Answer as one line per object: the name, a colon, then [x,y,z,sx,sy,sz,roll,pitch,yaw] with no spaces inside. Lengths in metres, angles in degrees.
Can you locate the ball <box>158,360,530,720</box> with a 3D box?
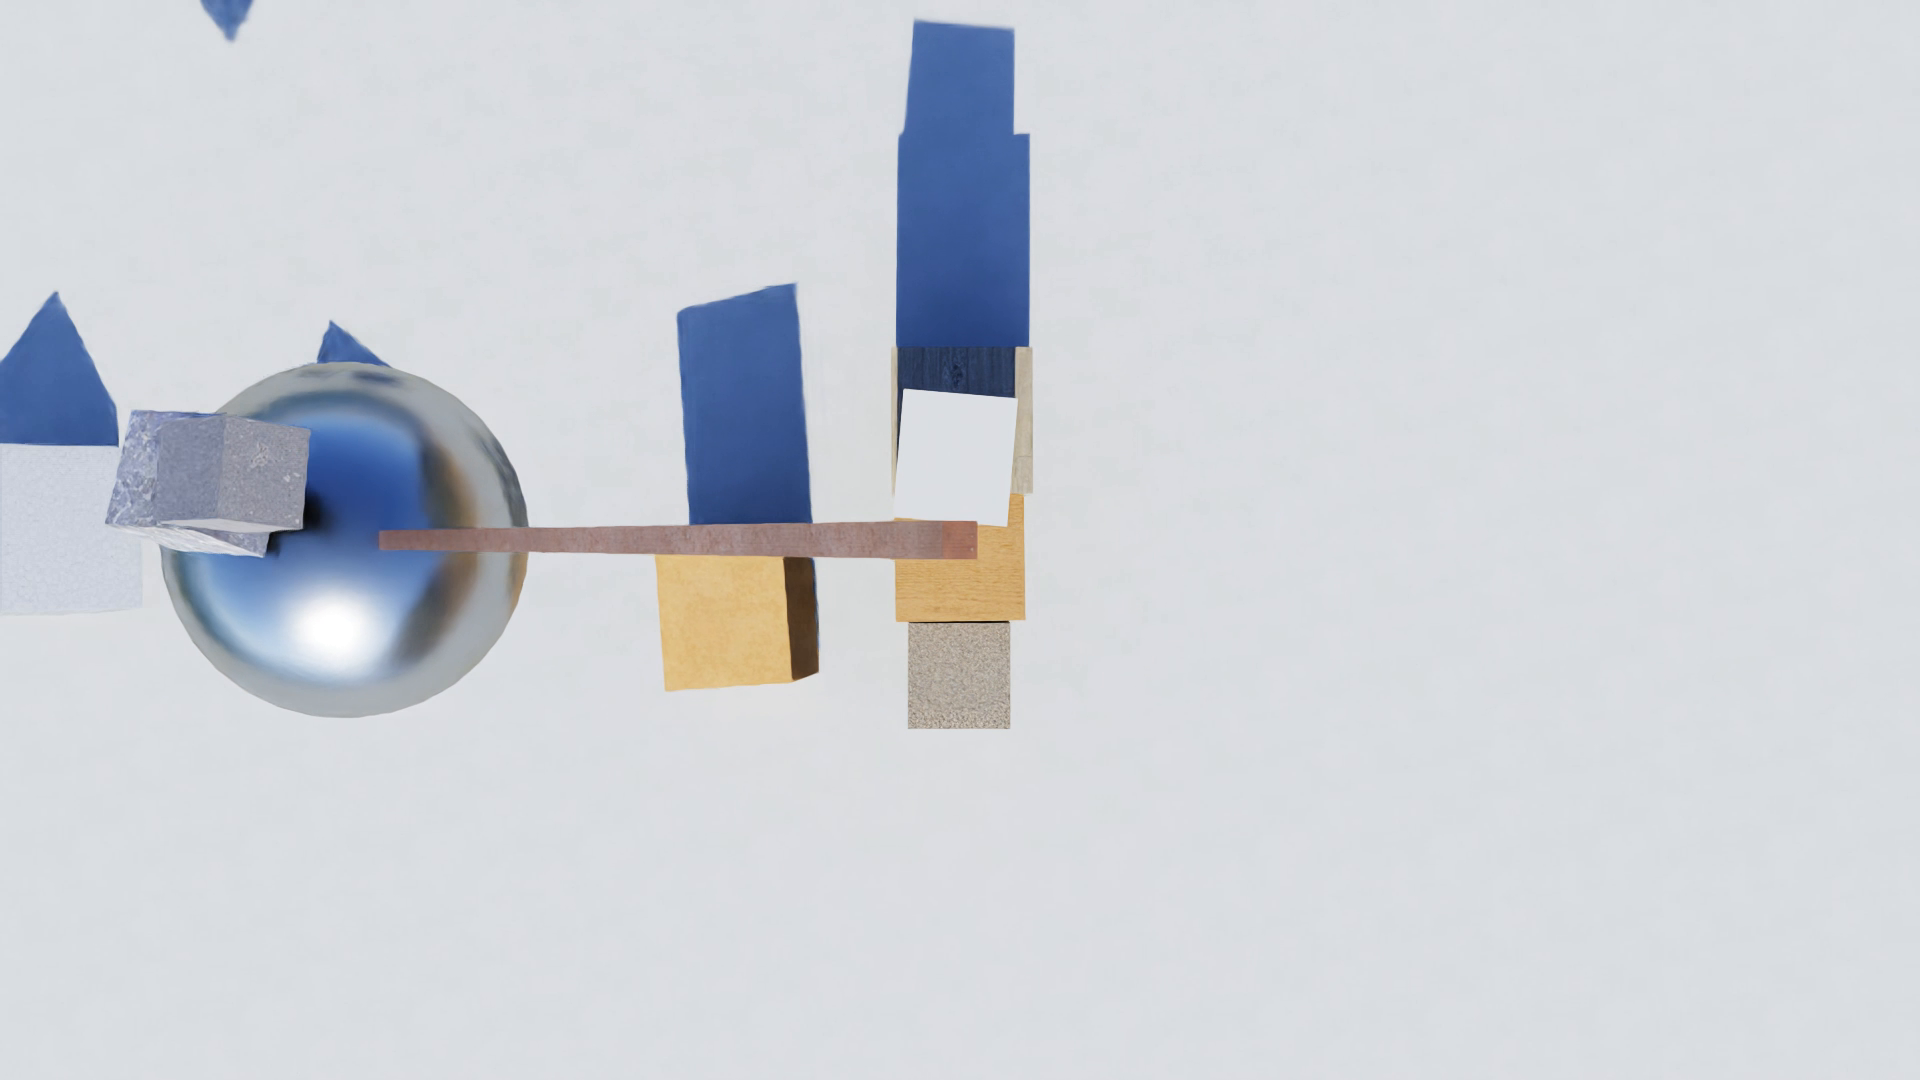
ball: [-2.739,0.000,9.849,1.600,1.600,1.600,0,90,0]

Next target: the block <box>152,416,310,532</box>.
block: [-2.809,-0.249,8.478,0.442,0.368,0.389,-1,83,39]

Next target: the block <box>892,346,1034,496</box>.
block: [0.012,-0.663,12.585,0.783,0.830,0.811,0,90,0]

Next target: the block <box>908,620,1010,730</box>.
block: [-0.004,0.768,12.707,0.580,0.586,0.597,0,90,0]

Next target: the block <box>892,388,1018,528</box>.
block: [-0.024,-0.434,11.877,0.603,0.586,0.677,5,90,0]

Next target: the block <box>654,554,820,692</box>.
block: [-1.258,0.395,12.535,0.716,0.854,0.824,-4,90,7]

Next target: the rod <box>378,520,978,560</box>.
rod: [-1.187,0.000,6.824,0.080,5.200,0.080,0,90,-27]

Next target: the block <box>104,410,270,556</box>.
block: [-3.092,-0.229,8.930,0.461,0.421,0.480,4,77,23]

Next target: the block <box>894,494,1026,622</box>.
block: [-0.001,0.100,12.630,0.725,0.740,0.706,-1,90,0]

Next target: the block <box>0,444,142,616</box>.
block: [-4.400,-0.036,10.494,0.724,0.677,0.769,-1,87,-41]
